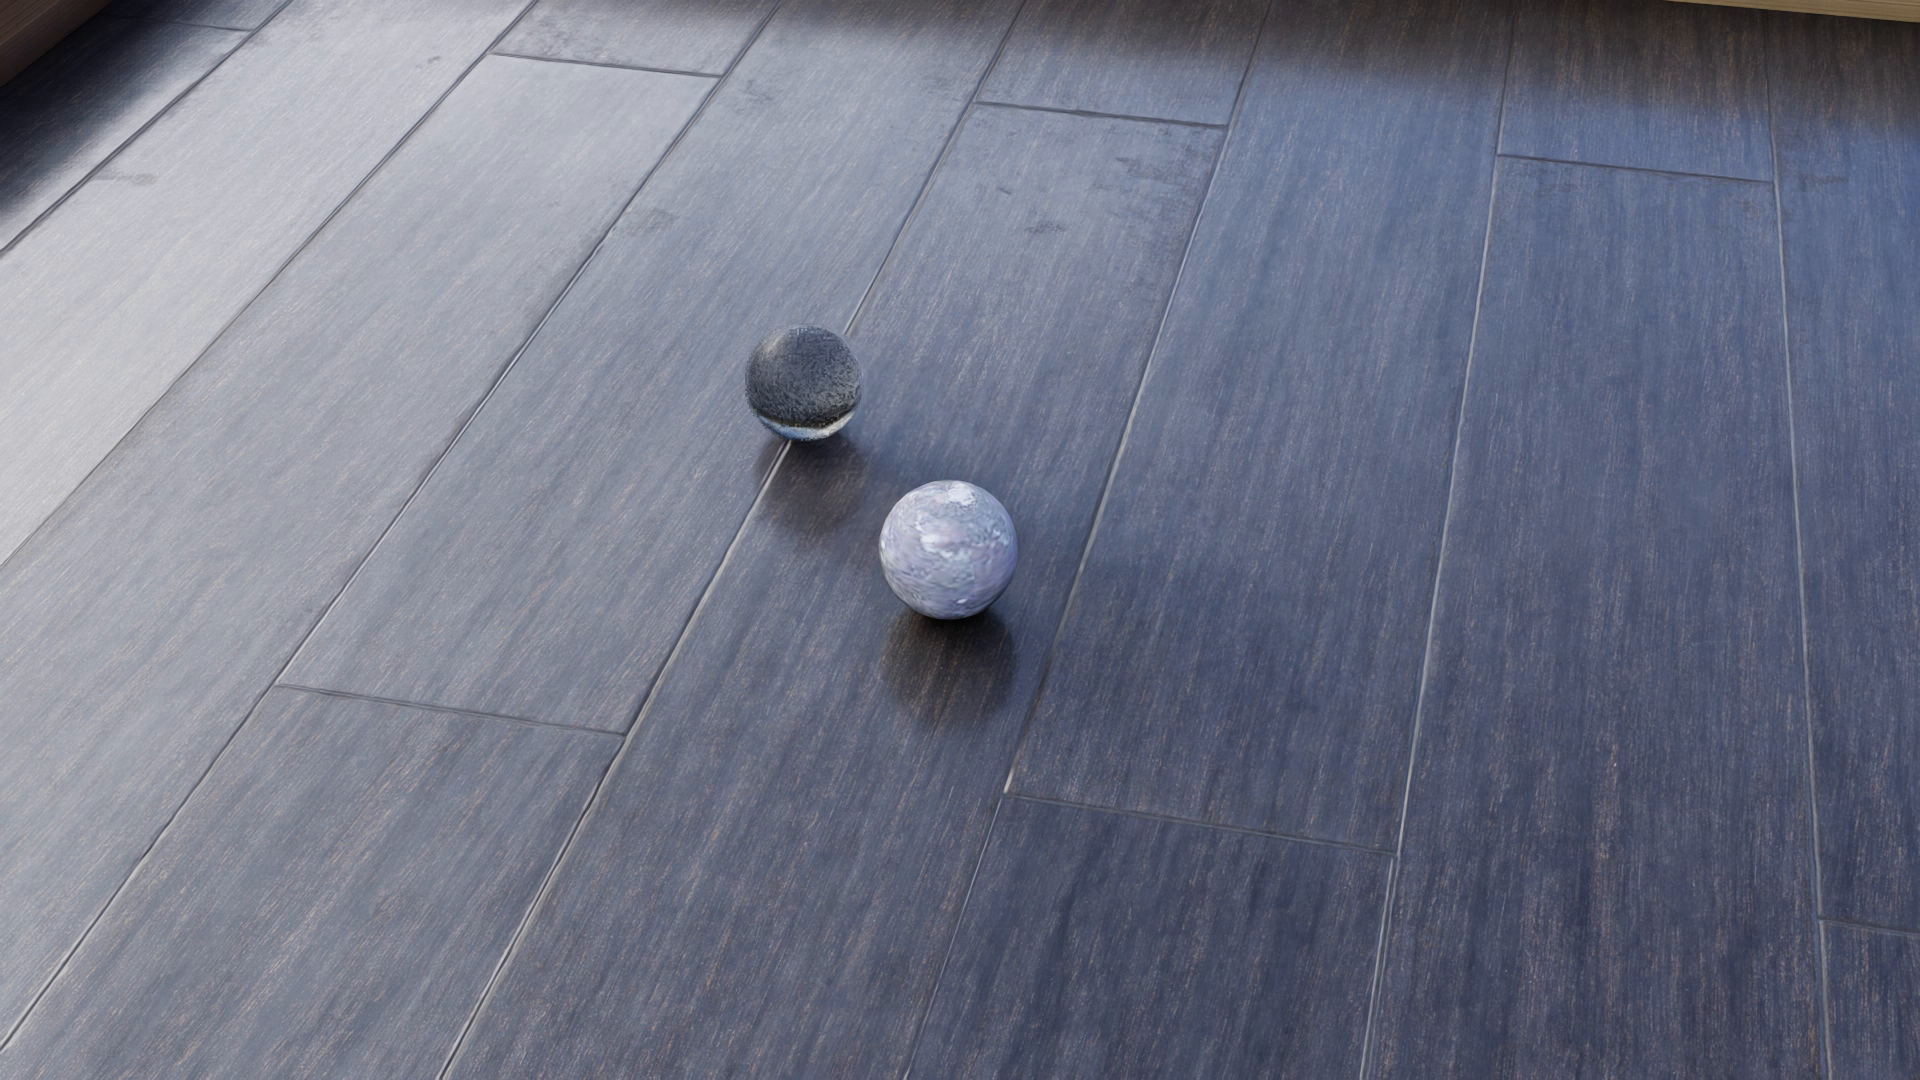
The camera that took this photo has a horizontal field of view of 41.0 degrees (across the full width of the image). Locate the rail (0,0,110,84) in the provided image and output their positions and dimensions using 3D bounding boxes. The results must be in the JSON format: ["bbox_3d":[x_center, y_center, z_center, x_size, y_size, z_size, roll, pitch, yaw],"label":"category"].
[{"bbox_3d":[-1.056,-0.155,1.975,0.045,0.125,2.412,8,35,11],"label":"rail"}]

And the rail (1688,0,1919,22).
[{"bbox_3d":[1.349,-0.523,2.510,4.433,0.125,0.045,8,35,11],"label":"rail"}]

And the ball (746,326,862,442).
[{"bbox_3d":[-0.118,-0.119,1.958,0.088,0.088,0.088,0,35,0],"label":"ball"}]

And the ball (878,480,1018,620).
[{"bbox_3d":[-0.008,0.007,1.767,0.097,0.097,0.097,0,35,0],"label":"ball"}]
